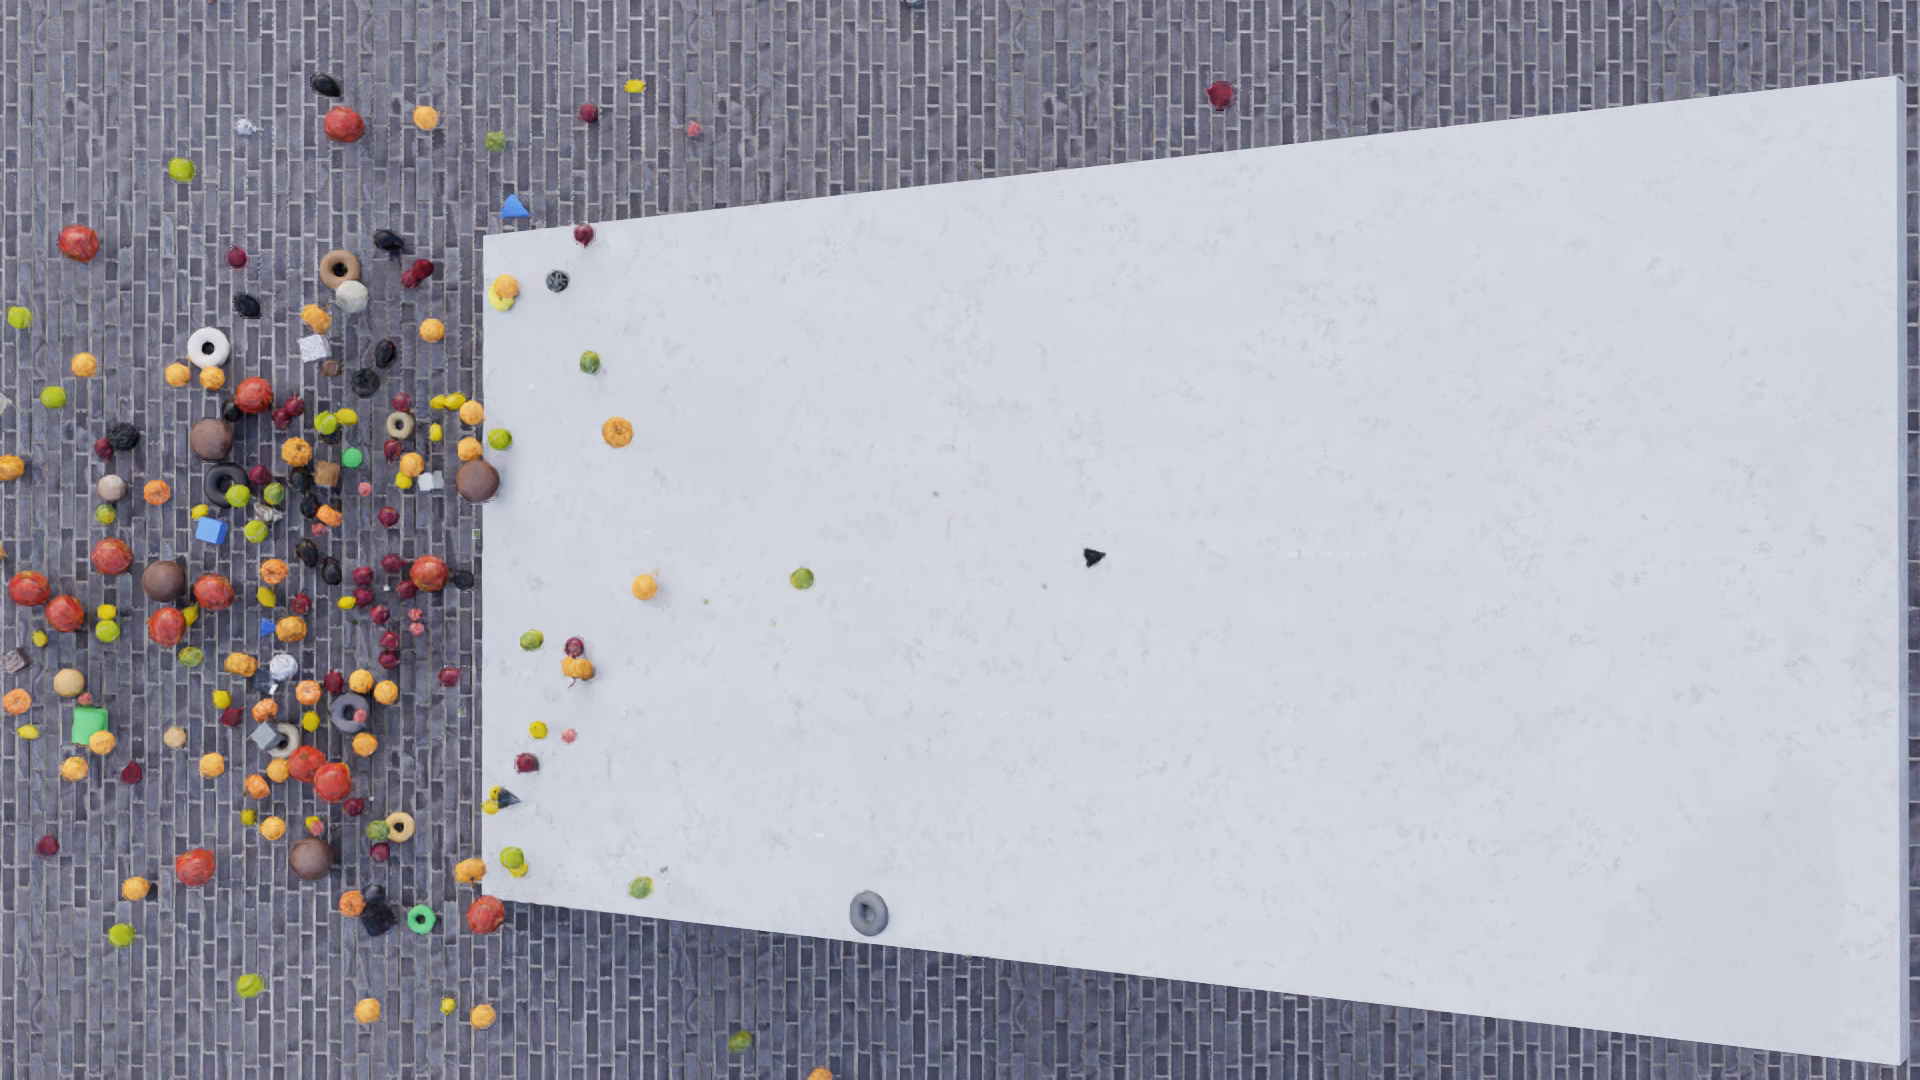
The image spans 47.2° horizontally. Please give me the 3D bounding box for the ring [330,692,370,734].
[{"bbox_3d":[-1.859,0.527,6.700,0.133,0.044,0.133,0,88,9],"label":"ring"}]

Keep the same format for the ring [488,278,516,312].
[{"bbox_3d":[-1.373,-0.734,6.588,0.098,0.033,0.098,1,91,33],"label":"ring"}]

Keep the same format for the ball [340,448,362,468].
[{"bbox_3d":[-1.854,-0.250,6.701,0.063,0.063,0.063,0,90,0],"label":"ball"}]

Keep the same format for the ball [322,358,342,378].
[{"bbox_3d":[-1.906,-0.521,6.672,0.058,0.058,0.058,0,90,0],"label":"ball"}]

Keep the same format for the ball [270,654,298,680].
[{"bbox_3d":[-2.045,0.384,6.651,0.083,0.083,0.083,0,90,0],"label":"ball"}]

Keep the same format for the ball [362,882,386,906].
[{"bbox_3d":[-1.780,1.074,6.679,0.072,0.072,0.072,0,90,0],"label":"ball"}]

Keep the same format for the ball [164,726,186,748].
[{"bbox_3d":[-2.389,0.601,6.693,0.066,0.066,0.066,0,90,0],"label":"ball"}]

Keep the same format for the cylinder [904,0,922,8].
[{"bbox_3d":[-0.144,-1.663,6.714,0.061,0.061,0.061,0,90,0],"label":"cylinder"}]

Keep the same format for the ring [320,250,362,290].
[{"bbox_3d":[-1.892,-0.824,6.714,0.127,0.042,0.127,0,94,-4],"label":"ring"}]

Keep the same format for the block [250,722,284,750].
[{"bbox_3d":[-2.097,0.594,6.661,0.060,0.060,0.060,-43,78,-1],"label":"block"}]

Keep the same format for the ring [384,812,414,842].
[{"bbox_3d":[-1.710,0.876,6.708,0.095,0.032,0.095,0,89,1],"label":"ring"}]

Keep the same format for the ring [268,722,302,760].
[{"bbox_3d":[-2.065,0.613,6.707,0.112,0.037,0.112,0,86,-1],"label":"ring"}]

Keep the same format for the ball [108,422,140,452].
[{"bbox_3d":[-2.544,-0.314,6.688,0.090,0.090,0.090,0,90,0],"label":"ball"}]

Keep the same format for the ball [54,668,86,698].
[{"bbox_3d":[-2.707,0.434,6.682,0.090,0.090,0.090,0,90,0],"label":"ball"}]

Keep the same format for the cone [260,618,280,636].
[{"bbox_3d":[-2.101,0.268,6.713,0.060,0.060,0.060,3,89,-24],"label":"cone"}]

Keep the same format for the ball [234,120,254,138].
[{"bbox_3d":[-2.186,-1.258,6.714,0.054,0.054,0.054,0,90,0],"label":"ball"}]

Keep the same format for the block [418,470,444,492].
[{"bbox_3d":[-1.609,-0.179,6.689,0.052,0.052,0.052,-9,92,26],"label":"block"}]

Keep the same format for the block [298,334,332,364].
[{"bbox_3d":[-1.964,-0.582,6.700,0.070,0.070,0.070,-15,90,0],"label":"block"}]

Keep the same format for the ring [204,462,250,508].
[{"bbox_3d":[-2.238,-0.168,6.709,0.141,0.047,0.141,0,90,1],"label":"ring"}]

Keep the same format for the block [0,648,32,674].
[{"bbox_3d":[-2.875,0.369,6.699,0.058,0.058,0.058,-32,90,0],"label":"block"}]

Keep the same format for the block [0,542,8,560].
[{"bbox_3d":[-2.966,0.031,6.684,0.080,0.080,0.080,-26,84,4],"label":"block"}]

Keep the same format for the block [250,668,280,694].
[{"bbox_3d":[-2.115,0.431,6.695,0.061,0.061,0.061,23,85,0],"label":"block"}]

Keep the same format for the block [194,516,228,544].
[{"bbox_3d":[-2.279,-0.030,6.698,0.066,0.066,0.066,17,90,0],"label":"block"}]

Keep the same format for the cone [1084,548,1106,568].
[{"bbox_3d":[0.339,0.040,5.457,0.054,0.054,0.054,-10,90,6],"label":"cone"}]

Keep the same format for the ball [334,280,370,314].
[{"bbox_3d":[-1.845,-0.738,6.674,0.100,0.100,0.100,0,90,0],"label":"ball"}]

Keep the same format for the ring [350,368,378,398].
[{"bbox_3d":[-1.818,-0.480,6.719,0.087,0.029,0.087,0,95,3],"label":"ring"}]

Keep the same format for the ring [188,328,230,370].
[{"bbox_3d":[-2.295,-0.585,6.715,0.128,0.043,0.128,0,89,-1],"label":"ring"}]

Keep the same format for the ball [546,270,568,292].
[{"bbox_3d":[-1.180,-0.758,6.443,0.062,0.062,0.062,0,90,0],"label":"ball"}]

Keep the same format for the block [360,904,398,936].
[{"bbox_3d":[-1.755,1.149,6.645,0.066,0.066,0.066,-12,109,41],"label":"block"}]

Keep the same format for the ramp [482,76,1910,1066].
[{"bbox_3d":[0.254,0.070,5.587,4.000,0.100,2.000,0,89,33],"label":"ramp"}]

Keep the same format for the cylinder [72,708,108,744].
[{"bbox_3d":[-2.640,0.564,6.673,0.098,0.098,0.098,7,92,0],"label":"cylinder"}]

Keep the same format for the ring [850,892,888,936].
[{"bbox_3d":[-0.242,0.990,5.823,0.120,0.040,0.120,1,91,33],"label":"ring"}]

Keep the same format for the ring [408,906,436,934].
[{"bbox_3d":[-1.643,1.158,6.706,0.087,0.029,0.087,0,91,2],"label":"ring"}]

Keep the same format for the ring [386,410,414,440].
[{"bbox_3d":[-1.709,-0.350,6.715,0.089,0.030,0.089,0,90,11],"label":"ring"}]

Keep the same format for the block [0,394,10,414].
[{"bbox_3d":[-2.930,-0.419,6.669,0.052,0.052,0.052,14,71,24],"label":"block"}]

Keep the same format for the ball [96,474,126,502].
[{"bbox_3d":[-2.582,-0.158,6.691,0.083,0.083,0.083,0,90,0],"label":"ball"}]
